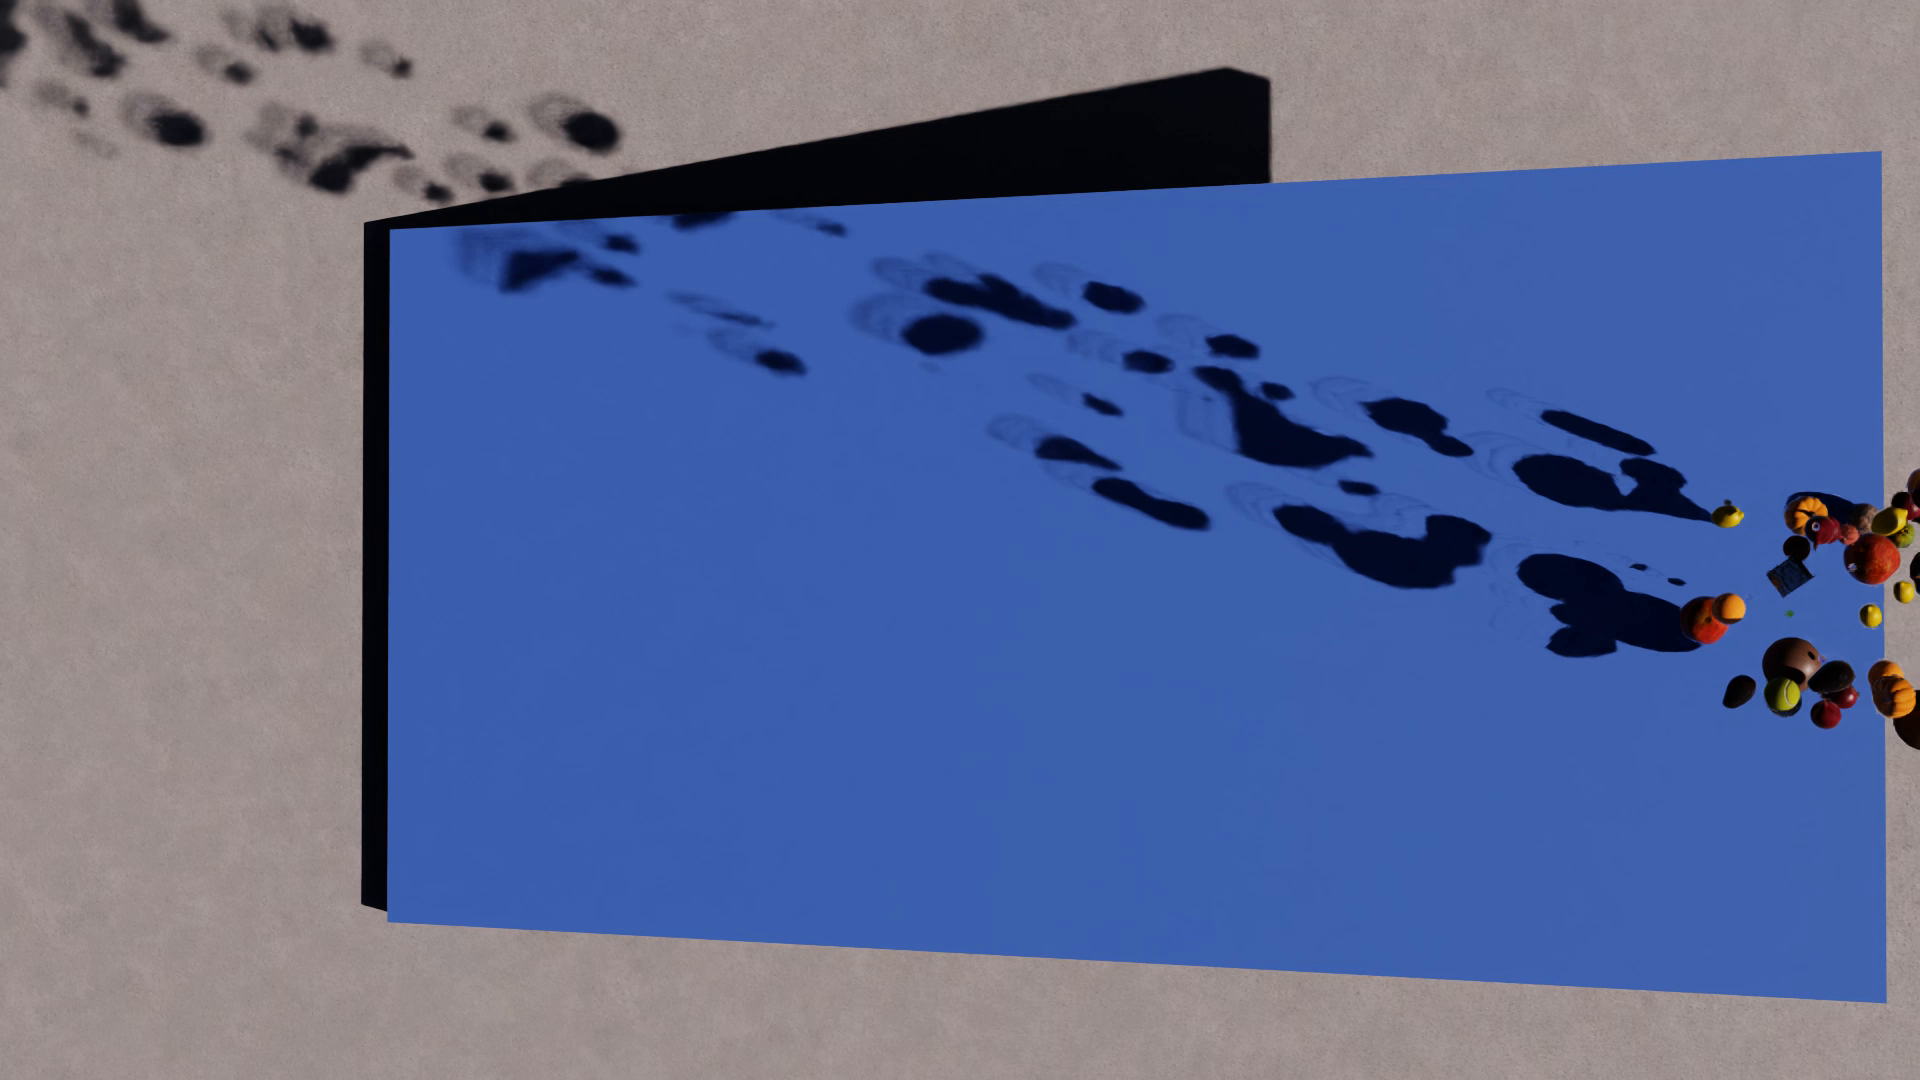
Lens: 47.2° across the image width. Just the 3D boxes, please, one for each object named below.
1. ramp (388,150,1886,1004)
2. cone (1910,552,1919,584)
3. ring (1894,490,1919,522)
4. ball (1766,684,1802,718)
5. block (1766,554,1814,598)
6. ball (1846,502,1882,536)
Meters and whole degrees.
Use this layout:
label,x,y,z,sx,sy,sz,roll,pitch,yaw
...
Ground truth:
label,x,y,z,sx,sy,sz,roll,pitch,yaw
ramp,0.274,0.094,5.802,4.000,0.100,2.000,0,89,17
cone,2.179,0.077,4.888,0.093,0.093,0.093,27,89,-34
ring,2.110,-0.068,4.835,0.121,0.121,0.040,32,97,0
ball,1.720,0.335,4.588,0.070,0.070,0.070,0,89,0
block,1.781,0.077,4.721,0.060,0.060,0.060,-32,76,-1
ball,2.112,-0.049,5.138,0.077,0.077,0.077,0,89,0
